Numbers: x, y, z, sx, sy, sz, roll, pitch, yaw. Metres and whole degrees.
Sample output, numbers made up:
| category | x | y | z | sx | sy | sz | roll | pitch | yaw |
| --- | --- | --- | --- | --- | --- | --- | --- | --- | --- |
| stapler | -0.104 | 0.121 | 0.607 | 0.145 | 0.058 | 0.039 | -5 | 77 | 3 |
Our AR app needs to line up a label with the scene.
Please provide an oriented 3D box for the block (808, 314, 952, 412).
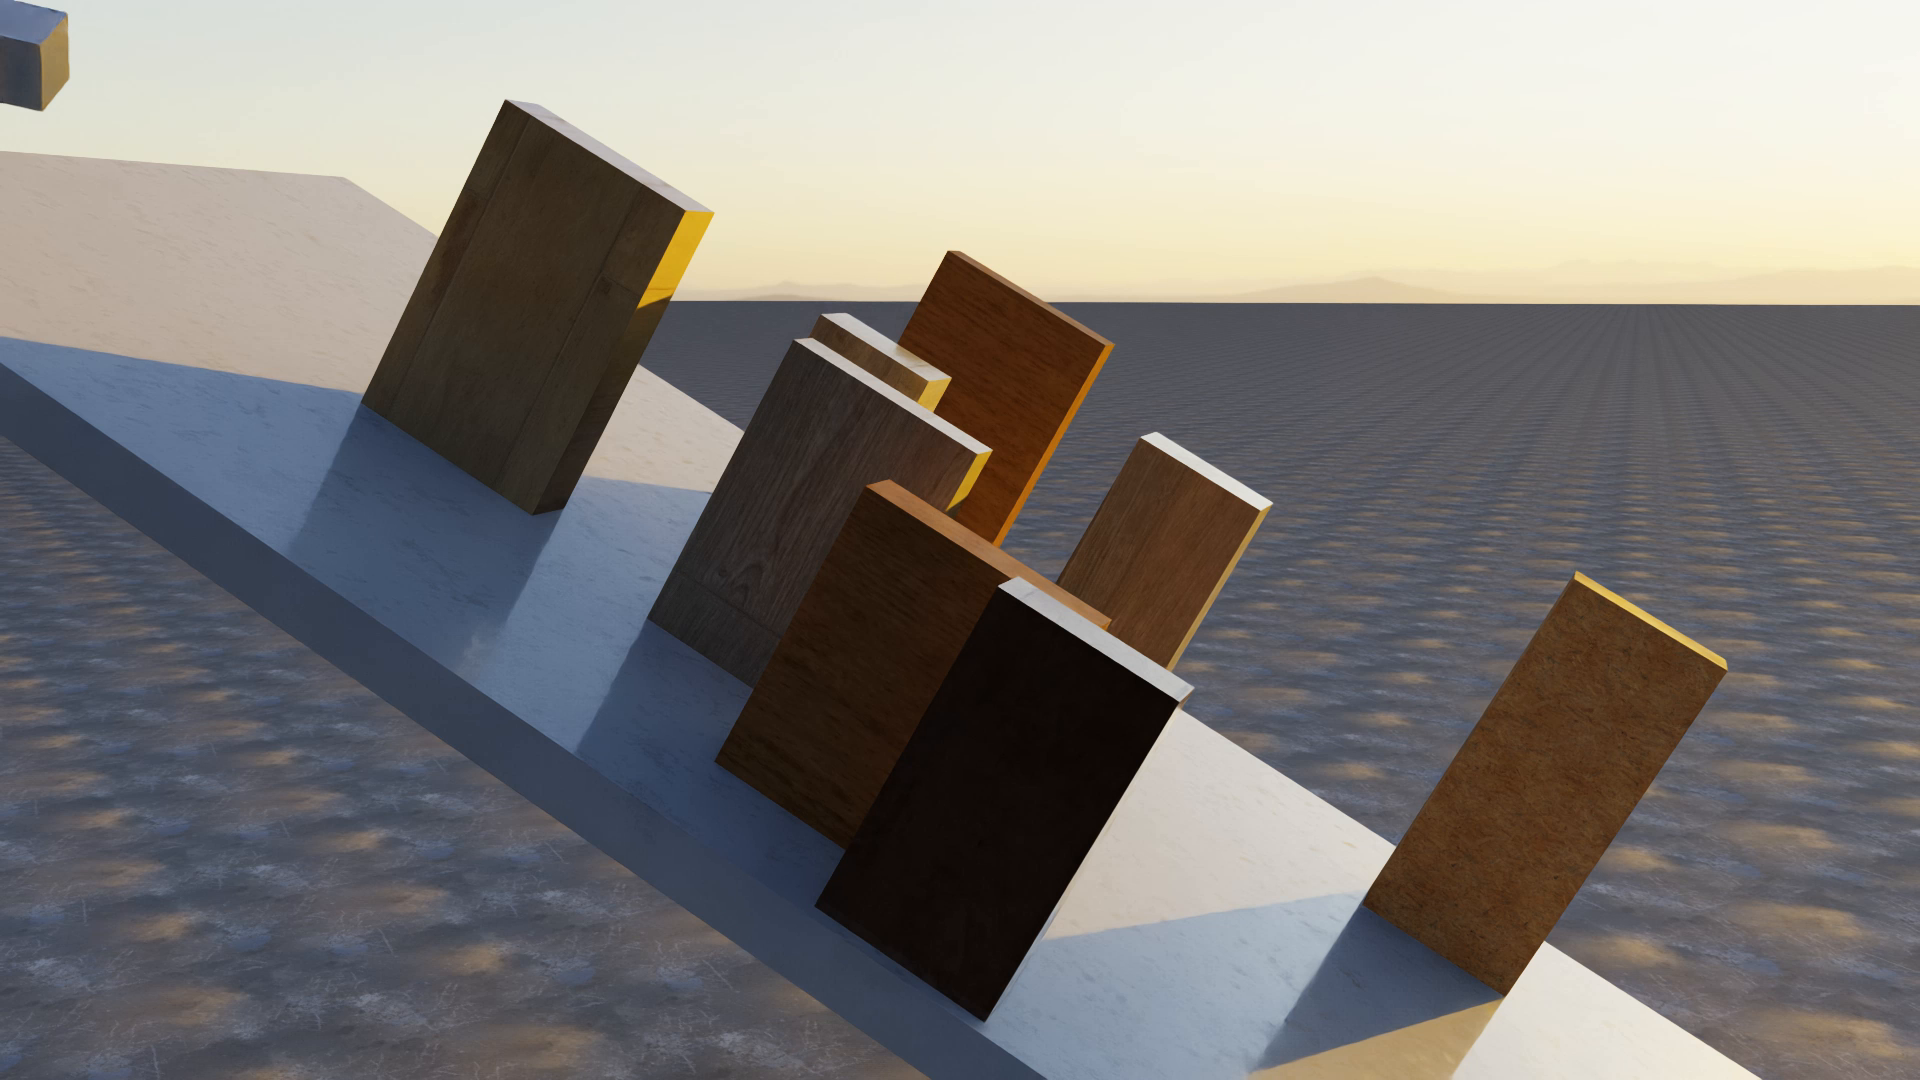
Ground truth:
| category | x | y | z | sx | sy | sz | roll | pitch | yaw |
| --- | --- | --- | --- | --- | --- | --- | --- | --- | --- |
| block | -0.265 | -0.137 | 4.197 | 0.244 | 0.538 | 0.142 | 32 | 15 | 11 |

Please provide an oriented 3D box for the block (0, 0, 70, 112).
| category | x | y | z | sx | sy | sz | roll | pitch | yaw |
| --- | --- | --- | --- | --- | --- | --- | --- | --- | --- |
| block | -1.874 | -0.967 | 4.372 | 0.148 | 0.148 | 0.148 | 12 | 37 | -6 |

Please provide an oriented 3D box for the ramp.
| category | x | y | z | sx | sy | sz | roll | pitch | yaw |
| --- | --- | --- | --- | --- | --- | --- | --- | --- | --- |
| ramp | -0.186 | 0.307 | 4.129 | 4.000 | 0.100 | 2.000 | 32 | 15 | 11 |

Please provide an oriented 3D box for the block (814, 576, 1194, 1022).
| category | x | y | z | sx | sy | sz | roll | pitch | yaw |
| --- | --- | --- | --- | --- | --- | --- | --- | --- | --- |
| block | 0.059 | 0.365 | 3.101 | 0.294 | 0.547 | 0.107 | 32 | 15 | 11 |

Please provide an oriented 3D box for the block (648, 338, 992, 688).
| category | x | y | z | sx | sy | sz | roll | pitch | yaw |
| --- | --- | --- | --- | --- | --- | --- | --- | --- | --- |
| block | -0.245 | -0.008 | 3.757 | 0.371 | 0.559 | 0.089 | 32 | 15 | 11 |

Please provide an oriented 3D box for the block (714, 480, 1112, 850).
| category | x | y | z | sx | sy | sz | roll | pitch | yaw |
| --- | --- | --- | --- | --- | --- | --- | --- | --- | --- |
| block | -0.076 | 0.233 | 3.372 | 0.409 | 0.505 | 0.111 | 32 | 15 | 11 |

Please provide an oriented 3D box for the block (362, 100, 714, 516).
| category | x | y | z | sx | sy | sz | roll | pitch | yaw |
| --- | --- | --- | --- | --- | --- | --- | --- | --- | --- |
| block | -0.774 | -0.421 | 4.006 | 0.400 | 0.628 | 0.126 | 32 | 15 | 11 |

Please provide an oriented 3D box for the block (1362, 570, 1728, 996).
| category | x | y | z | sx | sy | sz | roll | pitch | yaw |
| --- | --- | --- | --- | --- | --- | --- | --- | --- | --- |
| block | 1.142 | 0.480 | 4.324 | 0.327 | 0.776 | 0.125 | 32 | 15 | 11 |

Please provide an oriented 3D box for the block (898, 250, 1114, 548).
| category | x | y | z | sx | sy | sz | roll | pitch | yaw |
| --- | --- | --- | --- | --- | --- | --- | --- | --- | --- |
| block | -0.004 | -0.243 | 4.811 | 0.403 | 0.661 | 0.088 | 32 | 15 | 11 |

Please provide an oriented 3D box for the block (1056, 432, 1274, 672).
| category | x | y | z | sx | sy | sz | roll | pitch | yaw |
| --- | --- | --- | --- | --- | --- | --- | --- | --- | --- |
| block | 0.335 | 0.121 | 4.338 | 0.270 | 0.606 | 0.149 | 32 | 15 | 11 |
